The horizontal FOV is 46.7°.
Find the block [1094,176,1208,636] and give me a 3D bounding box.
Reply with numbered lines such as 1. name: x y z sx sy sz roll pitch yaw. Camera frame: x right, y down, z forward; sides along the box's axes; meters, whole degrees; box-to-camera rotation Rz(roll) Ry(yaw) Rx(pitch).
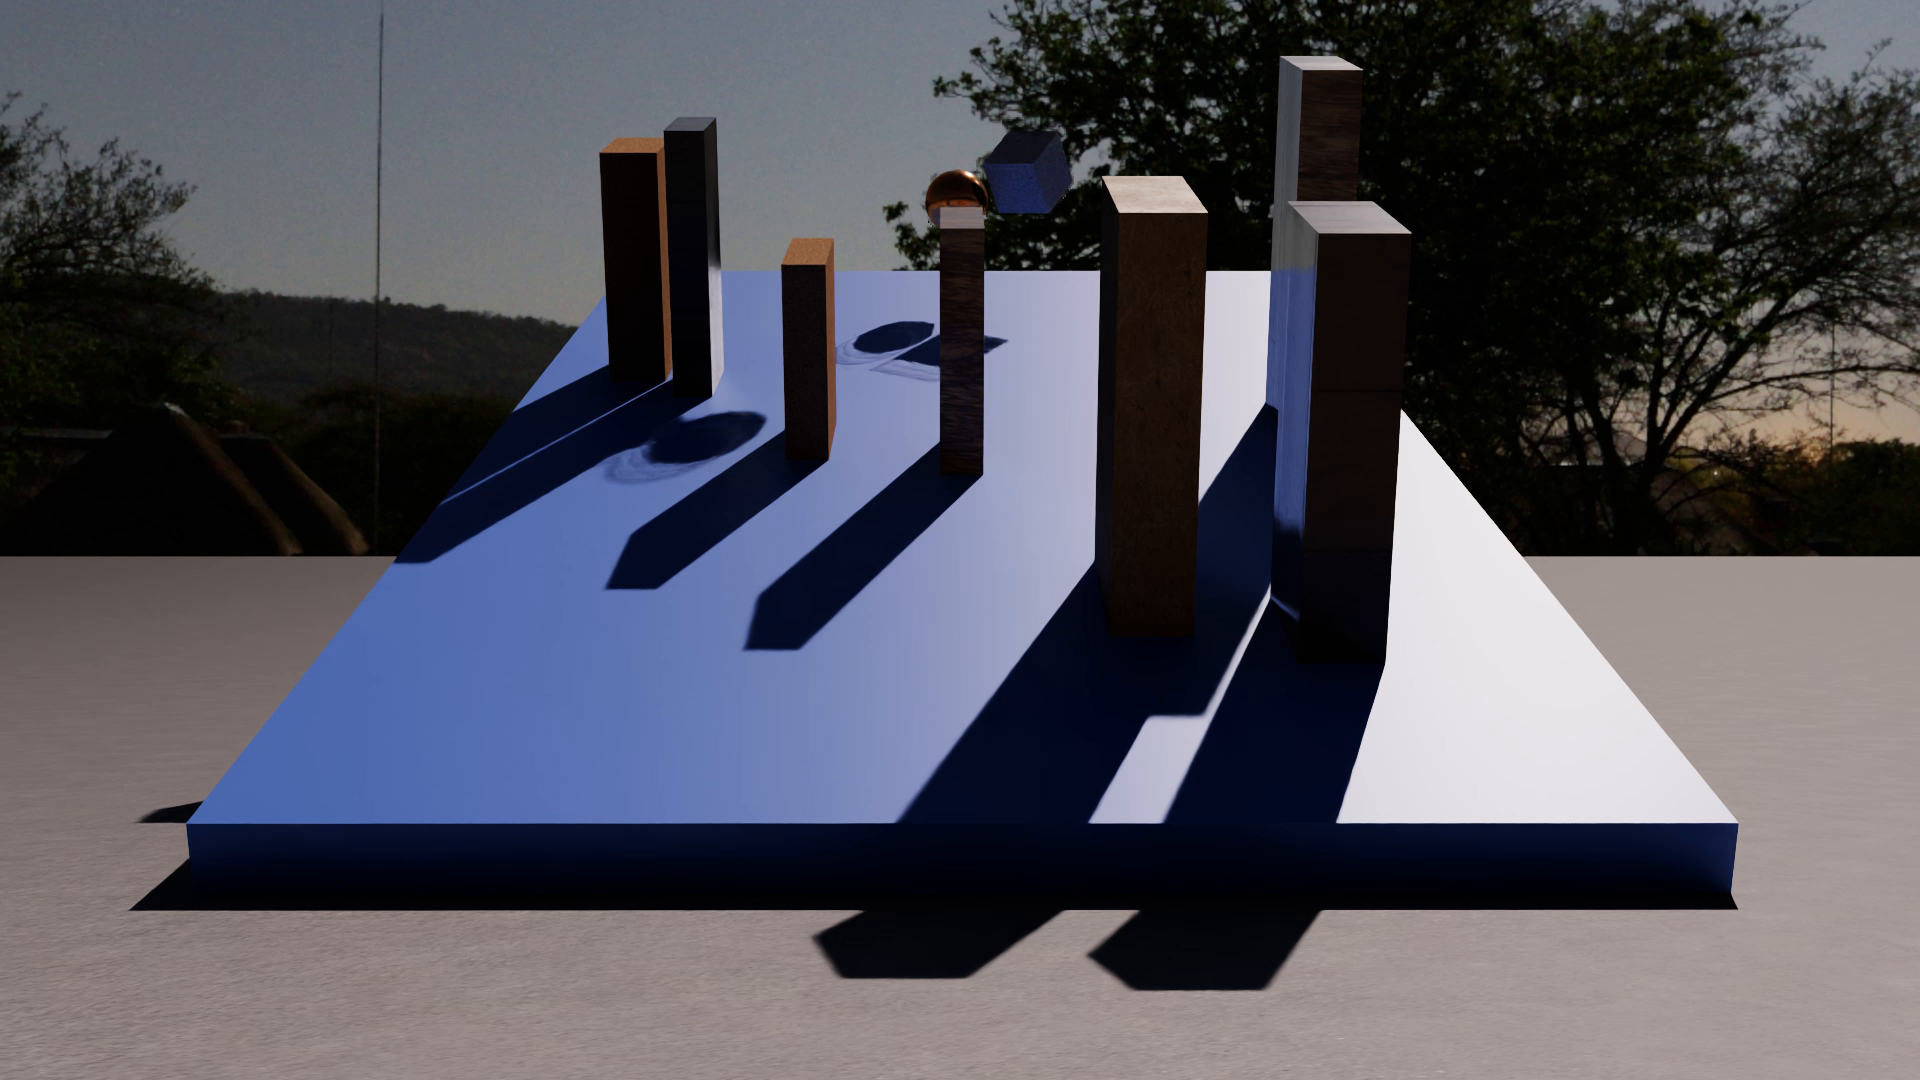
1. block: 0.306 -0.228 3.641 0.134 0.678 0.400 0 17 0

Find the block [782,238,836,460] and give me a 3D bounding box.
1. block: -0.316 -0.407 4.681 0.089 0.407 0.324 0 17 0

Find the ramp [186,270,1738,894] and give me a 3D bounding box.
1. ramp: -0.003 -0.175 4.789 2.000 0.100 4.000 0 17 0

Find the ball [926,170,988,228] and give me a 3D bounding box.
1. ball: -0.009 -0.947 6.226 0.177 0.177 0.177 0 0 0

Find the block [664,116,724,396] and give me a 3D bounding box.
1. block: -0.616 -0.660 5.164 0.090 0.607 0.271 0 17 0

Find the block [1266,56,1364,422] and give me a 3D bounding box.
1. block: 0.760 -0.636 4.805 0.124 0.775 0.327 0 17 0

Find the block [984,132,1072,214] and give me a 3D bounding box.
1. block: 0.191 -1.027 6.214 0.162 0.162 0.162 6 44 31

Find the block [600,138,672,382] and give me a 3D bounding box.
1. block: -0.765 -0.676 5.333 0.132 0.538 0.289 0 17 0

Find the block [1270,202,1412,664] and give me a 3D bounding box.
1. block: 0.590 -0.174 3.486 0.136 0.666 0.313 0 17 0

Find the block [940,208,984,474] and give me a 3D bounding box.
1. block: 0.003 -0.410 4.537 0.087 0.498 0.274 0 17 0
